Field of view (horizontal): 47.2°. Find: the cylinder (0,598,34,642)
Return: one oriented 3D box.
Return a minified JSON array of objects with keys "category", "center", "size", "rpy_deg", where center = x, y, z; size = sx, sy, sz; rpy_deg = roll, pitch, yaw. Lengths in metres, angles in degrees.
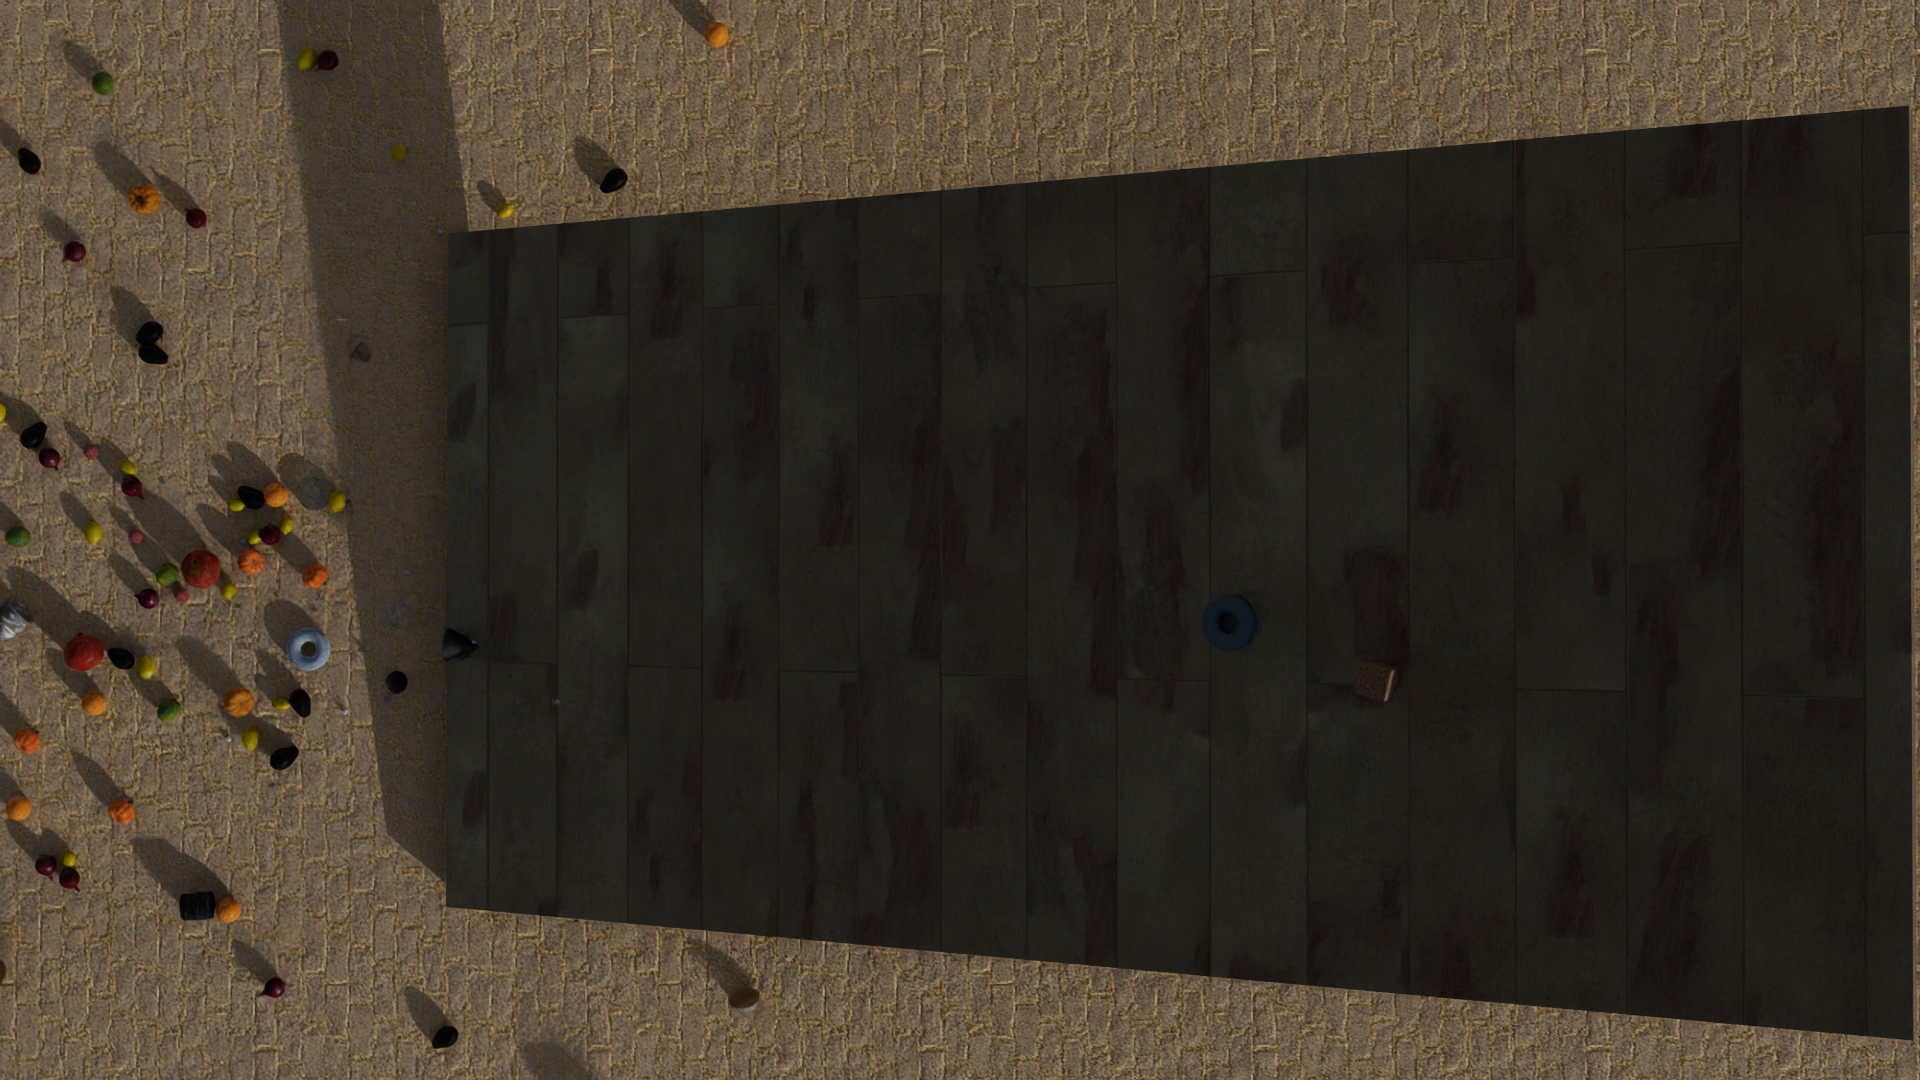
[{"category":"cylinder","center":[-2.839,0.239,6.571],"size":[0.093,0.093,0.093],"rpy_deg":[-38,90,0]}]

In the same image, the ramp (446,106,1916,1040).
[{"category":"ramp","center":[0.278,0.079,5.662],"size":[4.000,0.100,2.000],"rpy_deg":[0,89,27]}]

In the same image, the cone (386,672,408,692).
[{"category":"cone","center":[-1.695,0.427,6.583],"size":[0.066,0.066,0.066],"rpy_deg":[0,89,0]}]

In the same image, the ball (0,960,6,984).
[{"category":"ball","center":[-2.895,1.291,6.559],"size":[0.096,0.096,0.096],"rpy_deg":[0,89,0]}]

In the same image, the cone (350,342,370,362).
[{"category":"cone","center":[-1.815,-0.558,6.614],"size":[0.058,0.058,0.058],"rpy_deg":[-11,89,33]}]

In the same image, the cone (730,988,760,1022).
[{"category":"cone","center":[-0.632,1.409,6.585],"size":[0.094,0.094,0.094],"rpy_deg":[-13,116,0]}]

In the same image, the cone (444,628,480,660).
[{"category":"cone","center":[-1.458,0.310,6.470],"size":[0.100,0.100,0.100],"rpy_deg":[4,89,1]}]

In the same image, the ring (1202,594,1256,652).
[{"category":"ring","center":[0.659,0.202,5.383],"size":[0.139,0.046,0.139],"rpy_deg":[-1,88,28]}]

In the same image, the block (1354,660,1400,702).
[{"category":"block","center":[0.985,0.332,5.197],"size":[0.076,0.076,0.076],"rpy_deg":[15,96,27]}]

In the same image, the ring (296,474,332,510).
[{"category":"ring","center":[-1.938,-0.142,6.604],"size":[0.108,0.036,0.108],"rpy_deg":[0,90,1]}]

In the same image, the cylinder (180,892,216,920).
[{"category":"cylinder","center":[-2.278,1.093,6.569],"size":[0.080,0.080,0.080],"rpy_deg":[-5,89,0]}]

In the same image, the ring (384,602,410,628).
[{"category":"ring","center":[-1.690,0.224,6.605],"size":[0.078,0.026,0.078],"rpy_deg":[0,89,1]}]

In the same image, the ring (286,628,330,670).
[{"category":"ring","center":[-1.954,0.326,6.596],"size":[0.131,0.044,0.131],"rpy_deg":[0,91,0]}]
